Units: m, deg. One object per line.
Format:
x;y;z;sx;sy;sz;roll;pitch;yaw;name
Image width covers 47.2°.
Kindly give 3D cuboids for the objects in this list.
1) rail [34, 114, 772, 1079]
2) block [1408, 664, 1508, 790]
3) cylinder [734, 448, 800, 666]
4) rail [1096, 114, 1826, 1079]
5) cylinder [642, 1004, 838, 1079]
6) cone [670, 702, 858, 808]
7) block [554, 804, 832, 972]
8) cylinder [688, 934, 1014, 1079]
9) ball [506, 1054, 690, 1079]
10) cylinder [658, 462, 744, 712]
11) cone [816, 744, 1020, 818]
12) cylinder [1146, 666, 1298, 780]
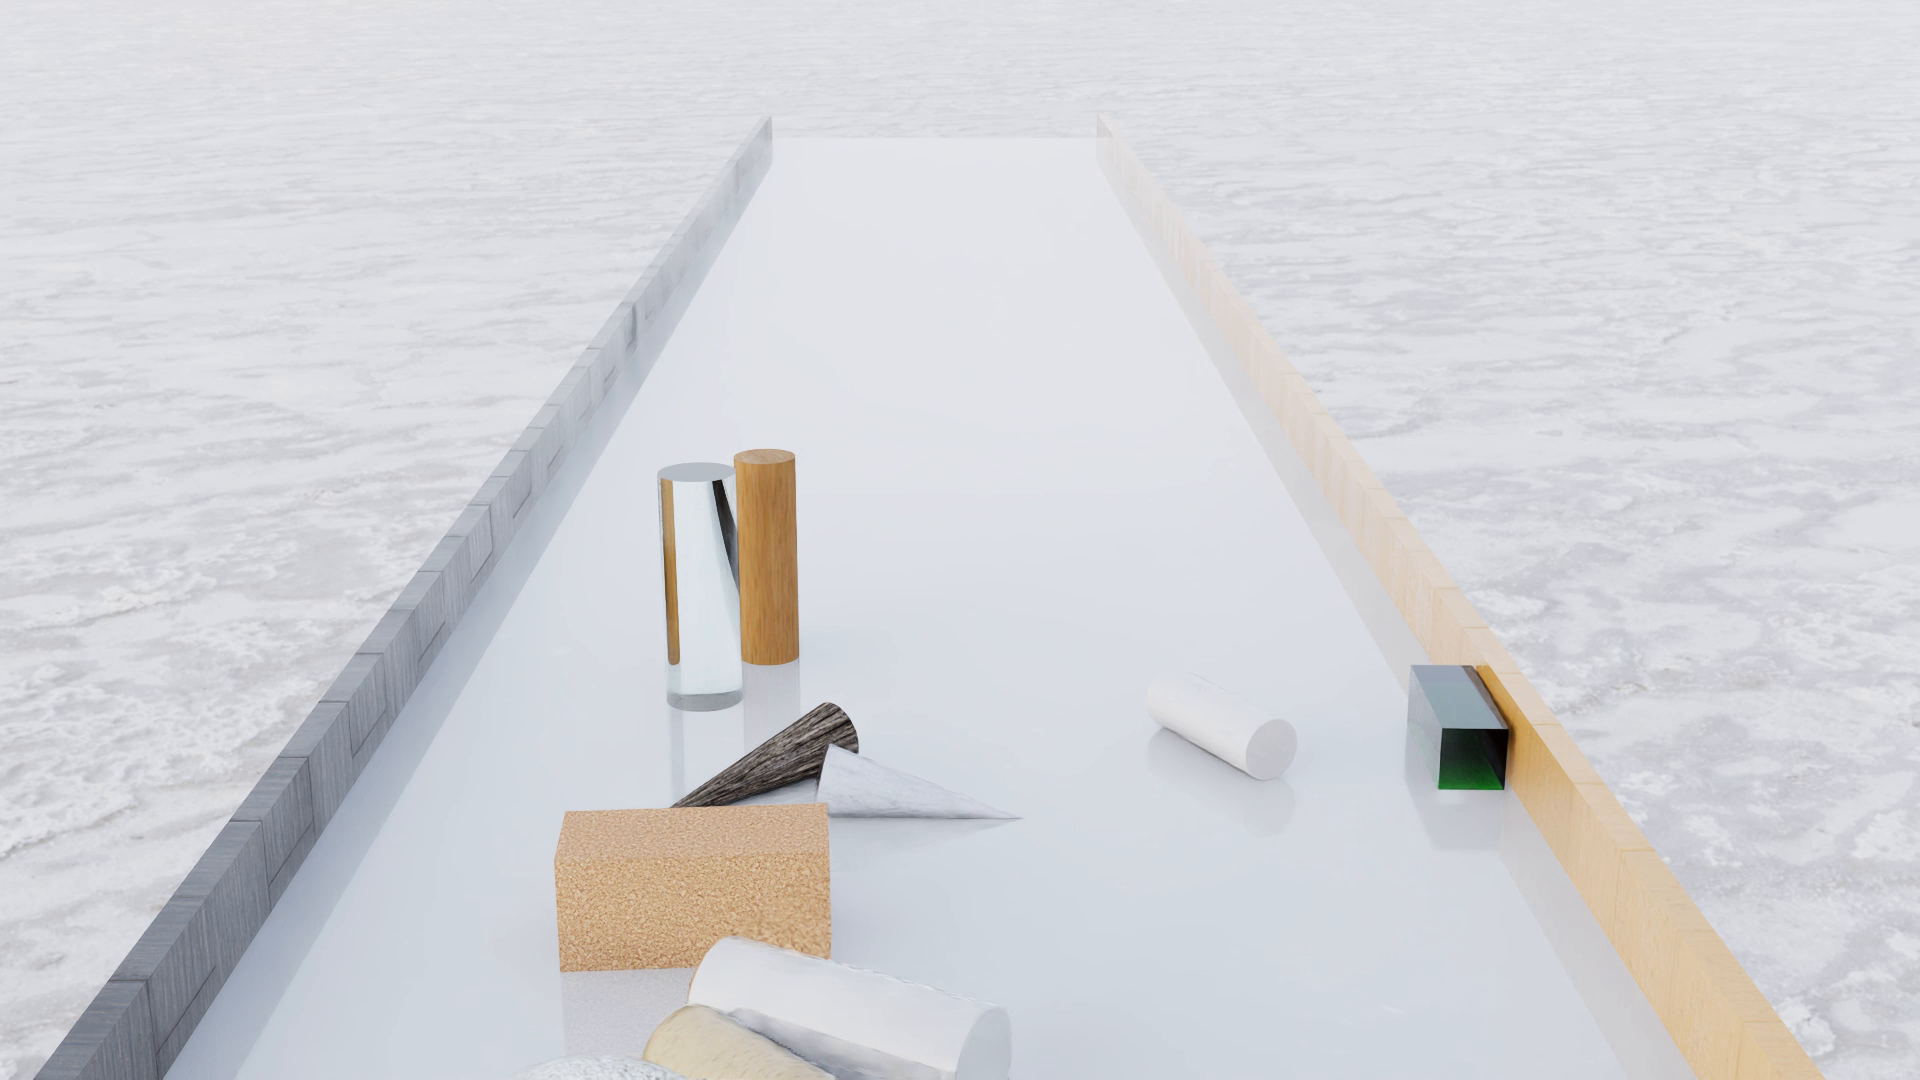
-1.118;-0.838;7.780;0.050;0.150;12.000;0;17;-1;rail
0.883;0.330;3.917;0.113;0.113;0.319;0;17;2;block
-0.385;0.034;4.383;0.121;0.415;0.121;0;17;0;cylinder
0.932;-0.844;7.801;0.050;0.150;12.000;0;17;-1;rail
-0.227;0.690;2.665;0.138;0.138;0.351;-16;23;-42;cylinder
-0.382;0.413;3.737;0.458;0.116;0.116;-24;28;-38;cone
-0.385;0.506;3.219;0.388;0.174;0.174;-1;17;-4;block
-0.143;0.630;2.831;0.396;0.158;0.158;9;19;28;cylinder
-0.370;0.705;2.215;0.366;0.366;0.366;0;17;0;ball
-0.488;0.088;4.145;0.146;0.448;0.146;0;17;0;cylinder
-0.060;0.432;3.670;0.343;0.120;0.120;11;17;2;cone
0.465;0.325;3.936;0.112;0.112;0.304;-9;19;-28;cylinder
